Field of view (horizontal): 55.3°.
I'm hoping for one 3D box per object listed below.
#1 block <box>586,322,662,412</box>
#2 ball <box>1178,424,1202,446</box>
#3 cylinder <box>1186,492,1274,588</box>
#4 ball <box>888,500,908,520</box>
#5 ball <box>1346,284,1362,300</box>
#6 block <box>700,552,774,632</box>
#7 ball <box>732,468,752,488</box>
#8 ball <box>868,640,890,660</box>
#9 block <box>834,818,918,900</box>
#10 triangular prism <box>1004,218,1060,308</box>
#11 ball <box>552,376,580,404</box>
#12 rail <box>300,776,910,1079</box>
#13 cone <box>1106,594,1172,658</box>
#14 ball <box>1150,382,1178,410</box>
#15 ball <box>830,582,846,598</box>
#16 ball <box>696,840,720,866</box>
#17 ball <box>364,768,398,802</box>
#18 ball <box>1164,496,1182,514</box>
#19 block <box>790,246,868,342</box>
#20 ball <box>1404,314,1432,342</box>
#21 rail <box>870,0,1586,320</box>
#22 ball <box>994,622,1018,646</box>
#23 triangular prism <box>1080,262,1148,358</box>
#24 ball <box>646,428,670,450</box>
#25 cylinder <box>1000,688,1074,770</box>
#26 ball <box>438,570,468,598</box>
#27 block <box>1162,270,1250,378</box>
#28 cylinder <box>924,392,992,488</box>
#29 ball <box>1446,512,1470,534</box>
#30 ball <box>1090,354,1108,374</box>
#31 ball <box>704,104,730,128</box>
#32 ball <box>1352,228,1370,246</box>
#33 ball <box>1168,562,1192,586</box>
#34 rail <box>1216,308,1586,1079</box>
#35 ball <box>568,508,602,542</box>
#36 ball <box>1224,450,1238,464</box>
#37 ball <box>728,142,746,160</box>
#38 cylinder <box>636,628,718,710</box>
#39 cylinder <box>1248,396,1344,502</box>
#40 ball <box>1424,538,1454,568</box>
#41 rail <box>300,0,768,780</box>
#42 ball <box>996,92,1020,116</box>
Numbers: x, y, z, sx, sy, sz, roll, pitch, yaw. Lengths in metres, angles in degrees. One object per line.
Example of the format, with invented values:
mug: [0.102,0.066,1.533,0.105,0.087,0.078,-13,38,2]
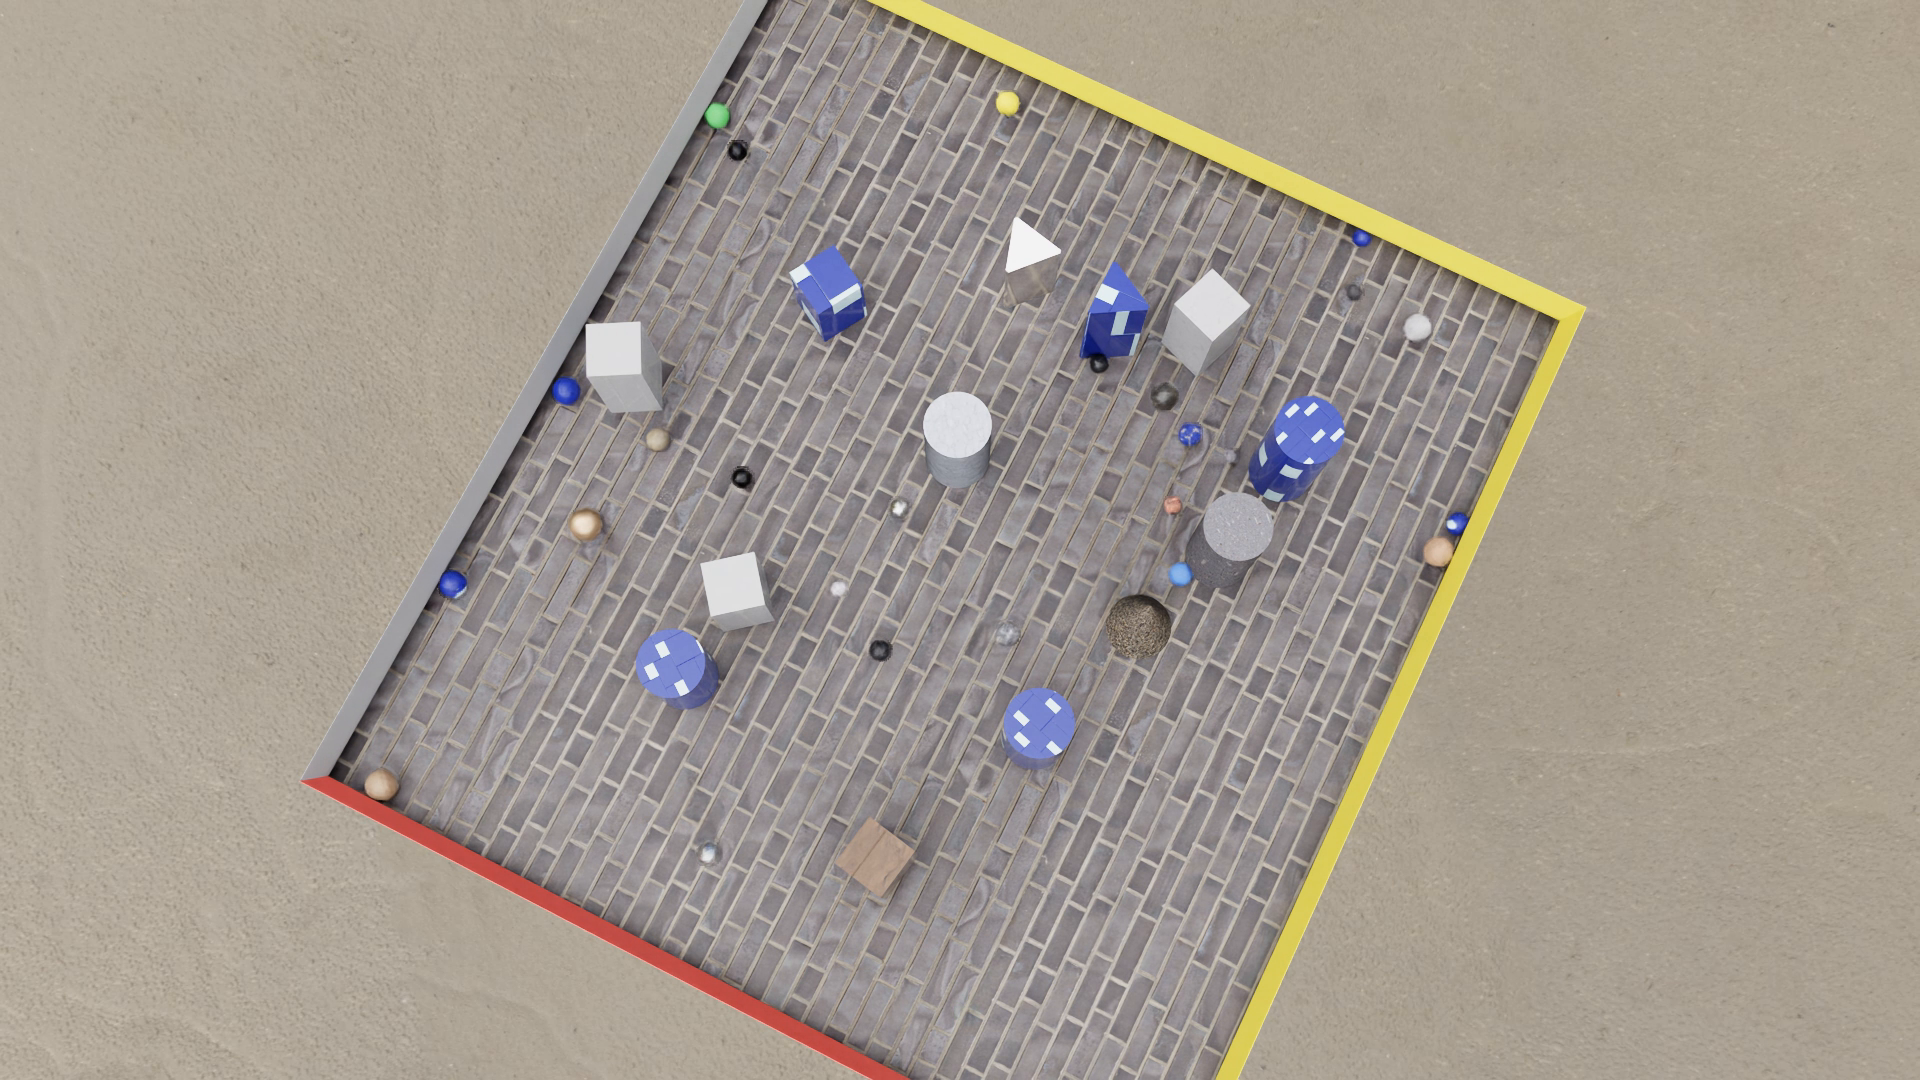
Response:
block: [-1.009,-0.517,5.525,0.159,0.389,0.159,-3,78,-1]
ball: [0.707,-0.323,5.647,0.072,0.072,0.072,0,78,0]
cylinder: [0.788,0.005,5.395,0.199,0.432,0.199,0,78,0]
ball: [-0.188,-0.095,5.605,0.061,0.061,0.061,0,78,0]
ball: [1.237,-0.776,5.752,0.049,0.049,0.049,0,78,0]
block: [-0.657,0.157,5.436,0.159,0.290,0.159,-12,79,-3]
ball: [-0.669,-0.189,5.624,0.063,0.063,0.063,0,78,0]
ball: [-0.242,0.332,5.515,0.064,0.064,0.064,0,78,0]
block: [-0.235,0.913,5.242,0.159,0.364,0.159,36,81,7]
triangular prism: [0.193,-0.862,5.624,0.172,0.334,0.149,-21,79,-4]
ball: [-1.217,-0.463,5.668,0.086,0.086,0.086,0,78,0]
rail: [-0.664,1.308,5.279,2.797,0.129,0.045,26,80,5]
cone: [0.542,0.225,5.377,0.199,0.378,0.199,0,78,0]
ball: [0.633,-0.444,5.664,0.087,0.087,0.087,0,78,0]
ball: [-0.368,0.149,5.561,0.049,0.049,0.049,0,78,0]
ball: [-0.740,0.921,5.389,0.072,0.072,0.072,0,78,0]
ball: [-1.712,0.724,5.418,0.096,0.096,0.096,0,78,0]
ball: [0.653,-0.105,5.611,0.054,0.054,0.054,0,78,0]
block: [-0.402,-0.755,5.636,0.159,0.269,0.159,-33,80,-6]
ball: [1.425,-0.659,5.710,0.084,0.084,0.084,0,78,0]
rail: [0.664,-1.294,5.818,2.797,0.129,0.045,26,80,5]
ball: [0.139,0.283,5.521,0.072,0.072,0.072,0,78,0]
triangular prism: [0.455,-0.693,5.536,0.172,0.439,0.149,-4,78,-1]
ball: [-0.930,-0.311,5.644,0.072,0.072,0.072,0,78,0]
cylinder: [0.222,0.550,5.306,0.199,0.386,0.199,0,78,0]
ball: [-1.535,0.135,5.547,0.082,0.082,0.082,0,78,0]
block: [0.742,-0.655,5.566,0.159,0.365,0.159,-43,81,-8]
cylinder: [-0.007,-0.295,5.486,0.199,0.376,0.199,0,78,0]
ball: [1.518,-0.050,5.592,0.069,0.069,0.069,0,78,0]
ball: [0.434,-0.547,5.700,0.059,0.059,0.059,0,78,0]
ball: [-0.777,-1.354,5.857,0.078,0.078,0.078,0,78,0]
ball: [1.267,-0.955,5.785,0.057,0.057,0.057,0,78,0]
ball: [0.669,0.104,5.558,0.072,0.072,0.072,0,78,0]
rail: [1.230,0.609,5.424,0.045,0.129,3.019,26,80,5]
ball: [-1.139,-0.045,5.575,0.099,0.099,0.099,0,78,0]
ball: [0.837,-0.257,5.647,0.044,0.044,0.044,0,78,0]
ball: [-0.711,-1.239,5.843,0.059,0.059,0.059,0,78,0]
cylinder: [-0.827,0.383,5.384,0.199,0.301,0.199,0,78,0]
cylinder: [0.990,-0.263,5.425,0.199,0.481,0.199,0,78,0]
ball: [1.452,0.038,5.563,0.090,0.090,0.090,0,78,0]
rail: [-1.230,-0.595,5.673,0.045,0.129,3.019,26,80,5]
ball: [0.154,-1.397,5.868,0.075,0.075,0.075,0,78,0]
